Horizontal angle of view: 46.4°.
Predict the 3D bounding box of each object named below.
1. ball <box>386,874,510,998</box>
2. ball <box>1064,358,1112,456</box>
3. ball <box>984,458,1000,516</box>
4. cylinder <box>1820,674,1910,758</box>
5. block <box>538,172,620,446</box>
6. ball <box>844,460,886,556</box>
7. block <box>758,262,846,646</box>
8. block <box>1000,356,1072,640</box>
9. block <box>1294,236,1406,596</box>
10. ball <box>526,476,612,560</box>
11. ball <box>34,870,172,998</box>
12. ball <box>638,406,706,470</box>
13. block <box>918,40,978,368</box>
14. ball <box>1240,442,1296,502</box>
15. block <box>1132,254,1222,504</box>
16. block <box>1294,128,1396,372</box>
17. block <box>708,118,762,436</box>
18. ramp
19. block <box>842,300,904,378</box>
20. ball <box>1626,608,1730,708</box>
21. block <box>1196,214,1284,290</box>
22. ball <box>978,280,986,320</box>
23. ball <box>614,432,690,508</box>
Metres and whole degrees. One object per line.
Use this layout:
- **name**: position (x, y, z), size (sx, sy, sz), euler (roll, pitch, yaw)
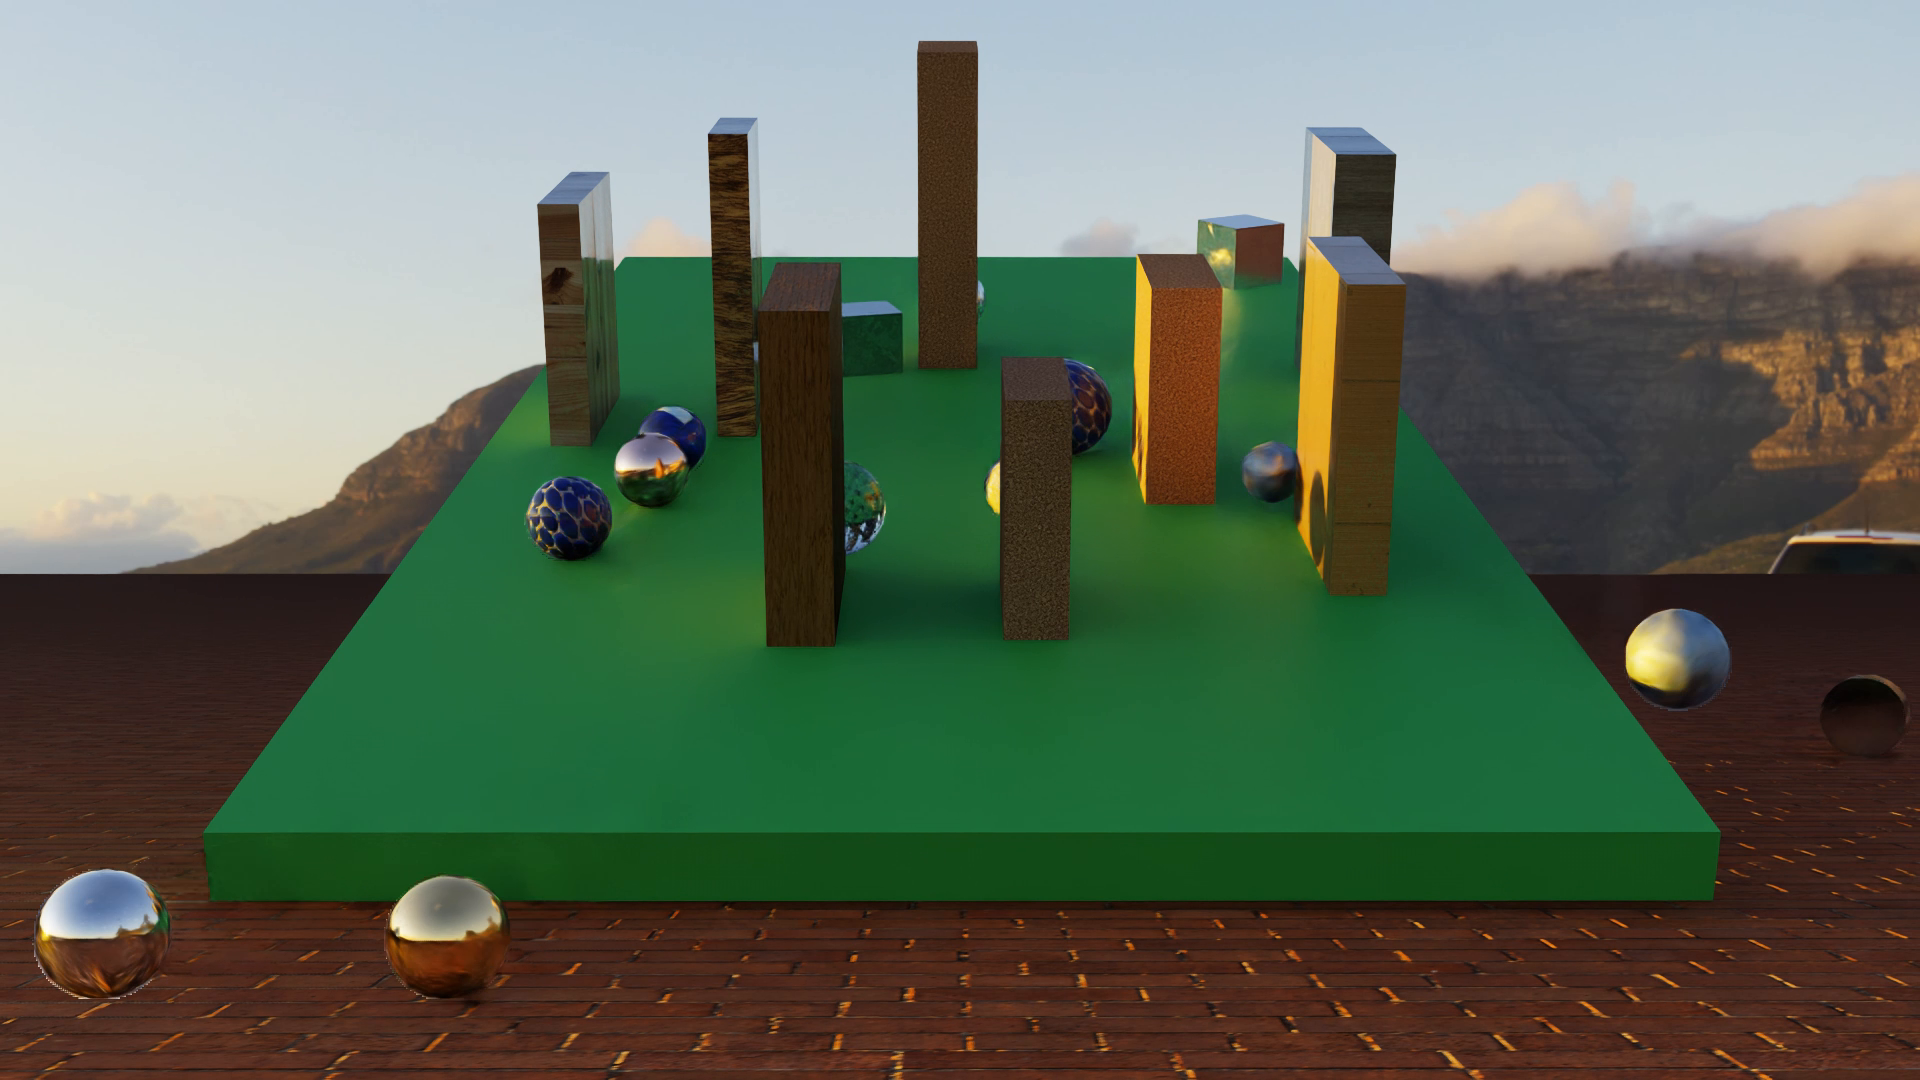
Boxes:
- **ball**: position (-0.528, 0.409, 2.312), size (0.126, 0.126, 0.126), euler (0, -1, 0)
- **ball**: position (0.216, -0.275, 4.649), size (0.202, 0.202, 0.202), euler (0, -1, 0)
- **ball**: position (0.111, -0.100, 4.227), size (0.130, 0.130, 0.130), euler (0, -1, 0)
- **cylinder**: position (2.148, 0.415, 5.307), size (0.186, 0.186, 0.186), euler (0, -1, 26)
- **block**: position (-0.823, -0.510, 4.862), size (0.085, 0.514, 0.435), euler (0, 18, 0)
- **ball**: position (-0.221, -0.058, 4.025), size (0.175, 0.175, 0.175), euler (0, -1, 0)
- **block**: position (-0.257, -0.150, 3.700), size (0.110, 0.550, 0.386), euler (0, 18, 0)
- **block**: position (0.123, -0.074, 3.709), size (0.106, 0.401, 0.294), euler (0, 18, 0)
- **block**: position (0.683, -0.230, 3.963), size (0.097, 0.541, 0.435), euler (0, 18, 0)
- **ball**: position (-0.699, -0.040, 4.004), size (0.151, 0.151, 0.151), euler (0, -1, 0)
- **ball**: position (-0.884, 0.406, 2.310), size (0.132, 0.132, 0.132), euler (0, -1, 0)
- **ball**: position (-0.582, -0.201, 4.519), size (0.140, 0.140, 0.140), euler (0, -1, 0)
- **block**: position (-0.029, -0.811, 5.409), size (0.141, 0.749, 0.271), euler (0, 18, 0)
- **ball**: position (0.596, -0.130, 4.276), size (0.117, 0.117, 0.117), euler (0, -1, 0)
- **block**: position (0.426, -0.324, 4.438), size (0.134, 0.426, 0.344), euler (0, 18, 0)
- **block**: position (0.881, -0.633, 5.154), size (0.132, 0.572, 0.438), euler (0, 18, 0)
- **block**: position (-0.480, -0.569, 4.832), size (0.082, 0.646, 0.260), euler (0, 18, 0)
- **ramp**: position (-0.004, -0.187, 4.864), size (2.000, 0.100, 4.000), euler (0, 18, 0)
- **block**: position (-0.228, -0.484, 5.375), size (0.147, 0.147, 0.147), euler (-5, 19, -16)
- **ball**: position (1.116, 0.184, 3.480), size (0.155, 0.155, 0.155), euler (0, -1, 0)
- **block**: position (0.797, -0.821, 6.371), size (0.174, 0.174, 0.174), euler (-11, 21, -30)
- **ball**: position (-0.011, -0.611, 5.699), size (0.156, 0.156, 0.156), euler (0, -1, 0)
- **ball**: position (-0.593, -0.134, 4.305), size (0.145, 0.145, 0.145), euler (0, -1, 0)
